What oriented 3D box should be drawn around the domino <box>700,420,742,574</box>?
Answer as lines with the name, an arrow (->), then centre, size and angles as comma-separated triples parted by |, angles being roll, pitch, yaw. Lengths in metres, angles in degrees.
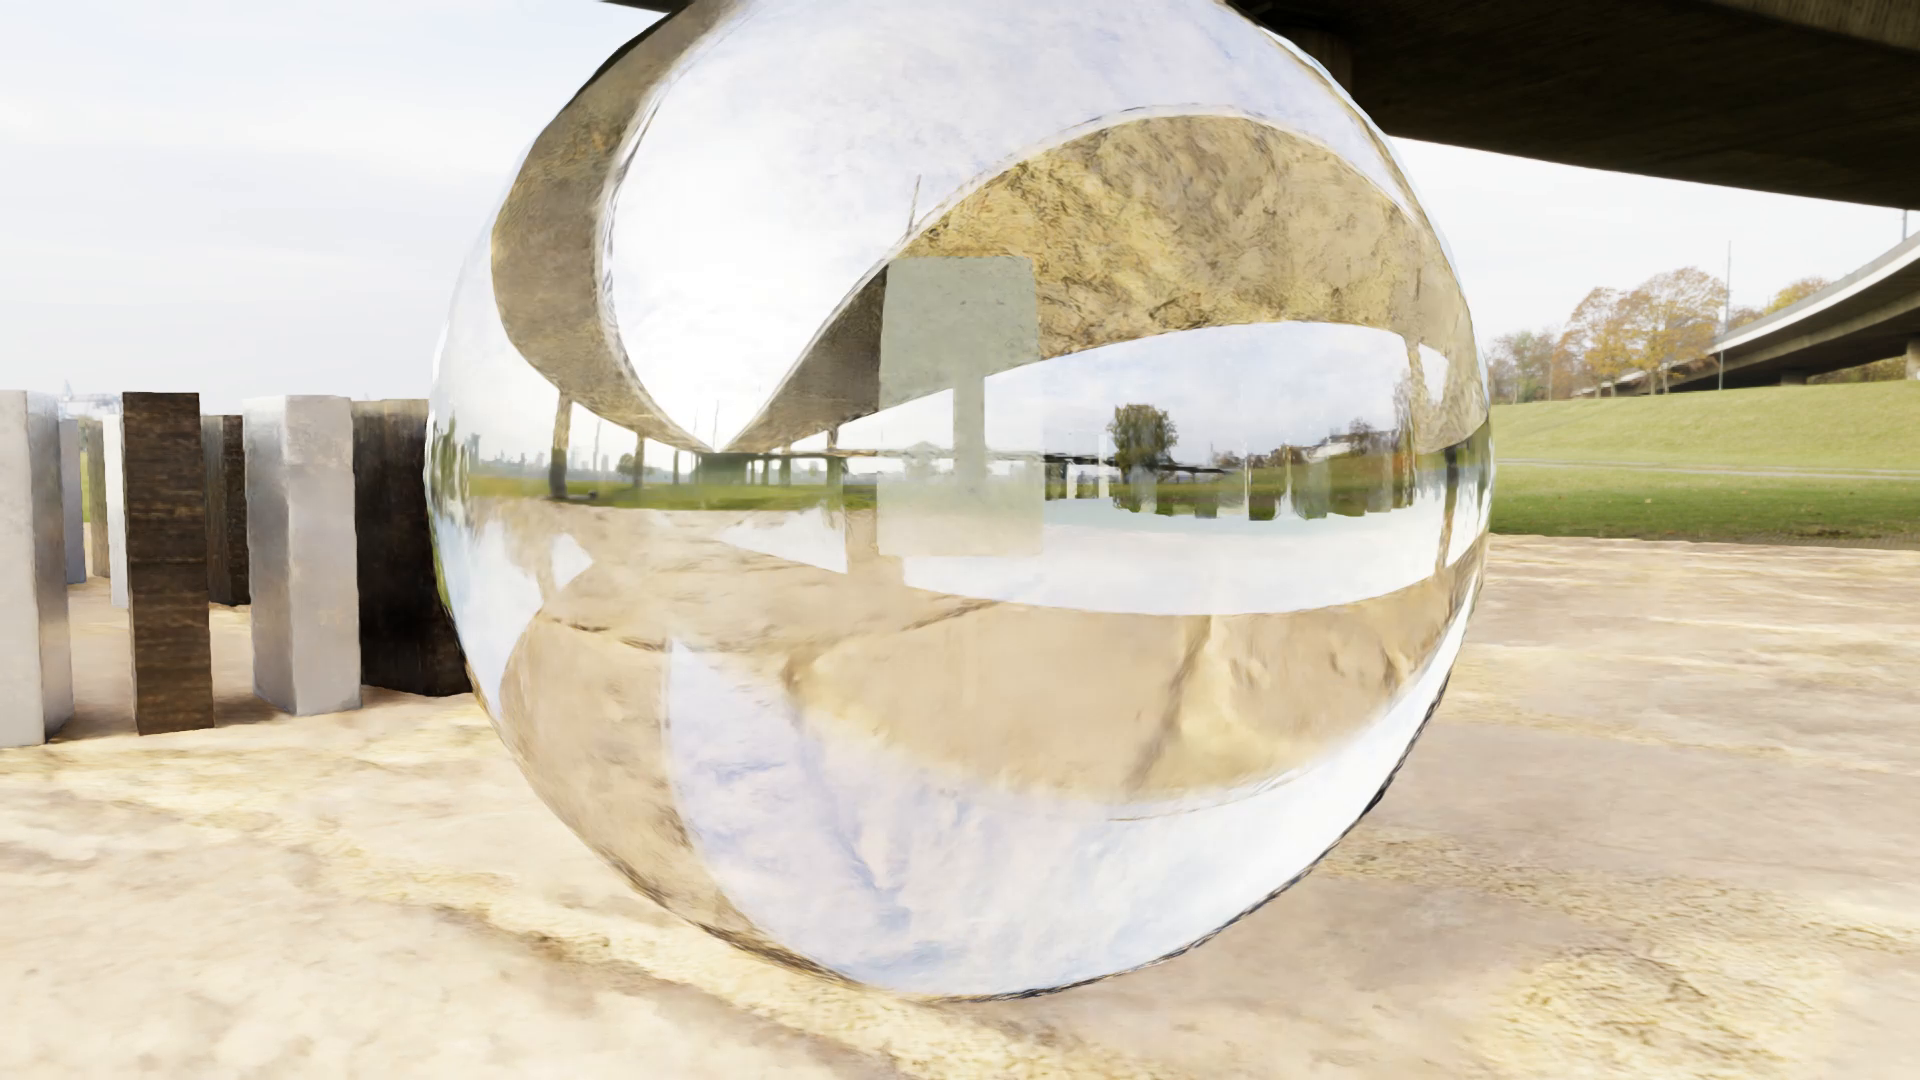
domino -> -0.076, -0.015, 0.434 | 0.009, 0.050, 0.025 | 3, 5, 31

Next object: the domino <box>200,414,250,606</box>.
domino -> -0.197, -0.008, 0.346 | 0.025, 0.050, 0.009 | 4, 6, 41

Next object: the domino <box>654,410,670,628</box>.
domino -> -0.081, -0.005, 0.297 | 0.025, 0.050, 0.010 | -1, 4, -9

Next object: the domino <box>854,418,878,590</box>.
domino -> -0.018, -0.011, 0.385 | 0.025, 0.050, 0.009 | -3, 5, -38

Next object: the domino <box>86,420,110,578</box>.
domino -> -0.269, -0.013, 0.410 | 0.025, 0.050, 0.009 | 4, 6, 42

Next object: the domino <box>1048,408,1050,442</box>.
domino -> 0.007, -0.003, 0.277 | 0.025, 0.050, 0.010 | 0, 4, 3

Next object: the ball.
ball -> 0.000, -0.005, 0.103 | 0.080, 0.080, 0.080 | 0, 4, 0

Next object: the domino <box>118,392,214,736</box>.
domino -> -0.123, 0.003, 0.198 | 0.010, 0.050, 0.025 | -3, 5, -34

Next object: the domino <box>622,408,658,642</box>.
domino -> -0.080, -0.003, 0.278 | 0.025, 0.050, 0.009 | 0, 4, 2

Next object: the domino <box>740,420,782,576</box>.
domino -> -0.060, -0.014, 0.424 | 0.009, 0.050, 0.025 | 3, 5, 36

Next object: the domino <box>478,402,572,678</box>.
domino -> -0.087, -0.001, 0.241 | 0.025, 0.050, 0.010 | 2, 5, 20

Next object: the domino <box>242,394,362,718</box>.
domino -> -0.108, 0.002, 0.210 | 0.009, 0.050, 0.025 | -4, 6, -42

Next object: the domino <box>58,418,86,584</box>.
domino -> -0.281, -0.012, 0.395 | 0.025, 0.050, 0.009 | 3, 5, 35

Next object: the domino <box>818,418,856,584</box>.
domino -> -0.031, -0.012, 0.399 | 0.025, 0.050, 0.009 | -4, 6, -44

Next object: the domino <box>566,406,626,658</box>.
domino -> -0.082, -0.002, 0.259 | 0.025, 0.050, 0.009 | 1, 4, 11

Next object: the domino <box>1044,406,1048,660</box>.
domino -> 0.005, -0.002, 0.258 | 0.025, 0.050, 0.009 | 0, 4, 5

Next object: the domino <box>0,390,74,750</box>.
domino -> -0.139, 0.003, 0.189 | 0.009, 0.050, 0.025 | -2, 5, -27

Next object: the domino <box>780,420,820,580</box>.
domino -> -0.045, -0.013, 0.412 | 0.009, 0.050, 0.025 | 4, 6, 41

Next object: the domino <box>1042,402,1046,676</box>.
domino -> 0.003, 0.000, 0.239 | 0.025, 0.050, 0.009 | 0, 4, 6

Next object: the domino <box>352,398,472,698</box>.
domino -> -0.095, 0.001, 0.224 | 0.025, 0.050, 0.009 | 3, 5, 34

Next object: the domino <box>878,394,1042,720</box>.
domino -> 0.000, 0.002, 0.201 | 0.025, 0.050, 0.009 | 0, 4, 0

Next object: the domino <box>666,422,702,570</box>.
domino -> -0.092, -0.016, 0.443 | 0.010, 0.050, 0.025 | 2, 5, 25

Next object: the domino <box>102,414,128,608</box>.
domino -> -0.208, -0.007, 0.331 | 0.025, 0.050, 0.010 | 3, 5, 31
